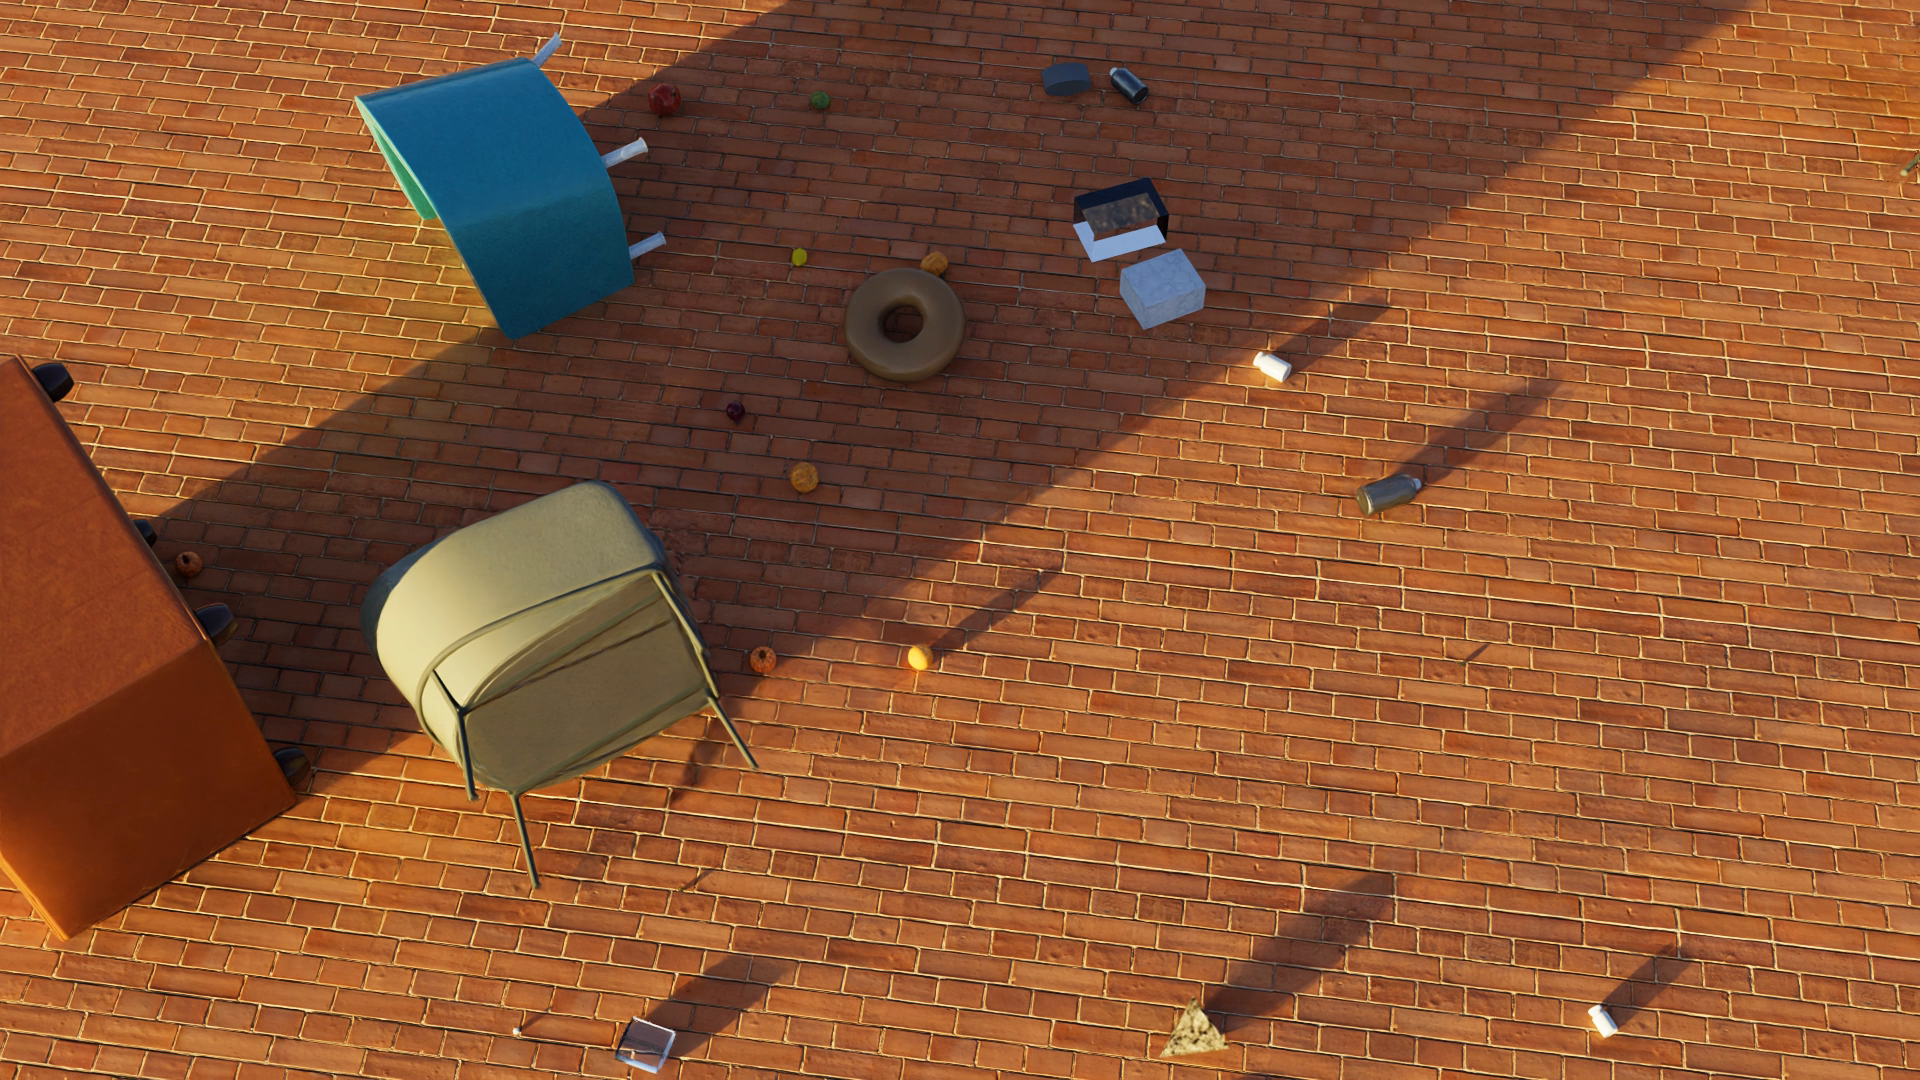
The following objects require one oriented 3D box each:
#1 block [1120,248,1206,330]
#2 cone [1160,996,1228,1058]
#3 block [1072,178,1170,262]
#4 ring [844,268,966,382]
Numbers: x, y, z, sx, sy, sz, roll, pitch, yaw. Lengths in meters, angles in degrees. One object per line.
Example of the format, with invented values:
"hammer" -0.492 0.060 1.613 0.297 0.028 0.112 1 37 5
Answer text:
"block" 0.648 -0.804 7.046 0.213 0.112 0.173 -21 59 -13
"cone" 0.581 1.291 5.682 0.163 0.088 0.167 -34 64 -3
"block" 0.525 -1.048 7.196 0.262 0.136 0.174 -16 58 -11
"ring" -0.175 -0.676 6.902 0.441 0.105 0.373 32 86 30
